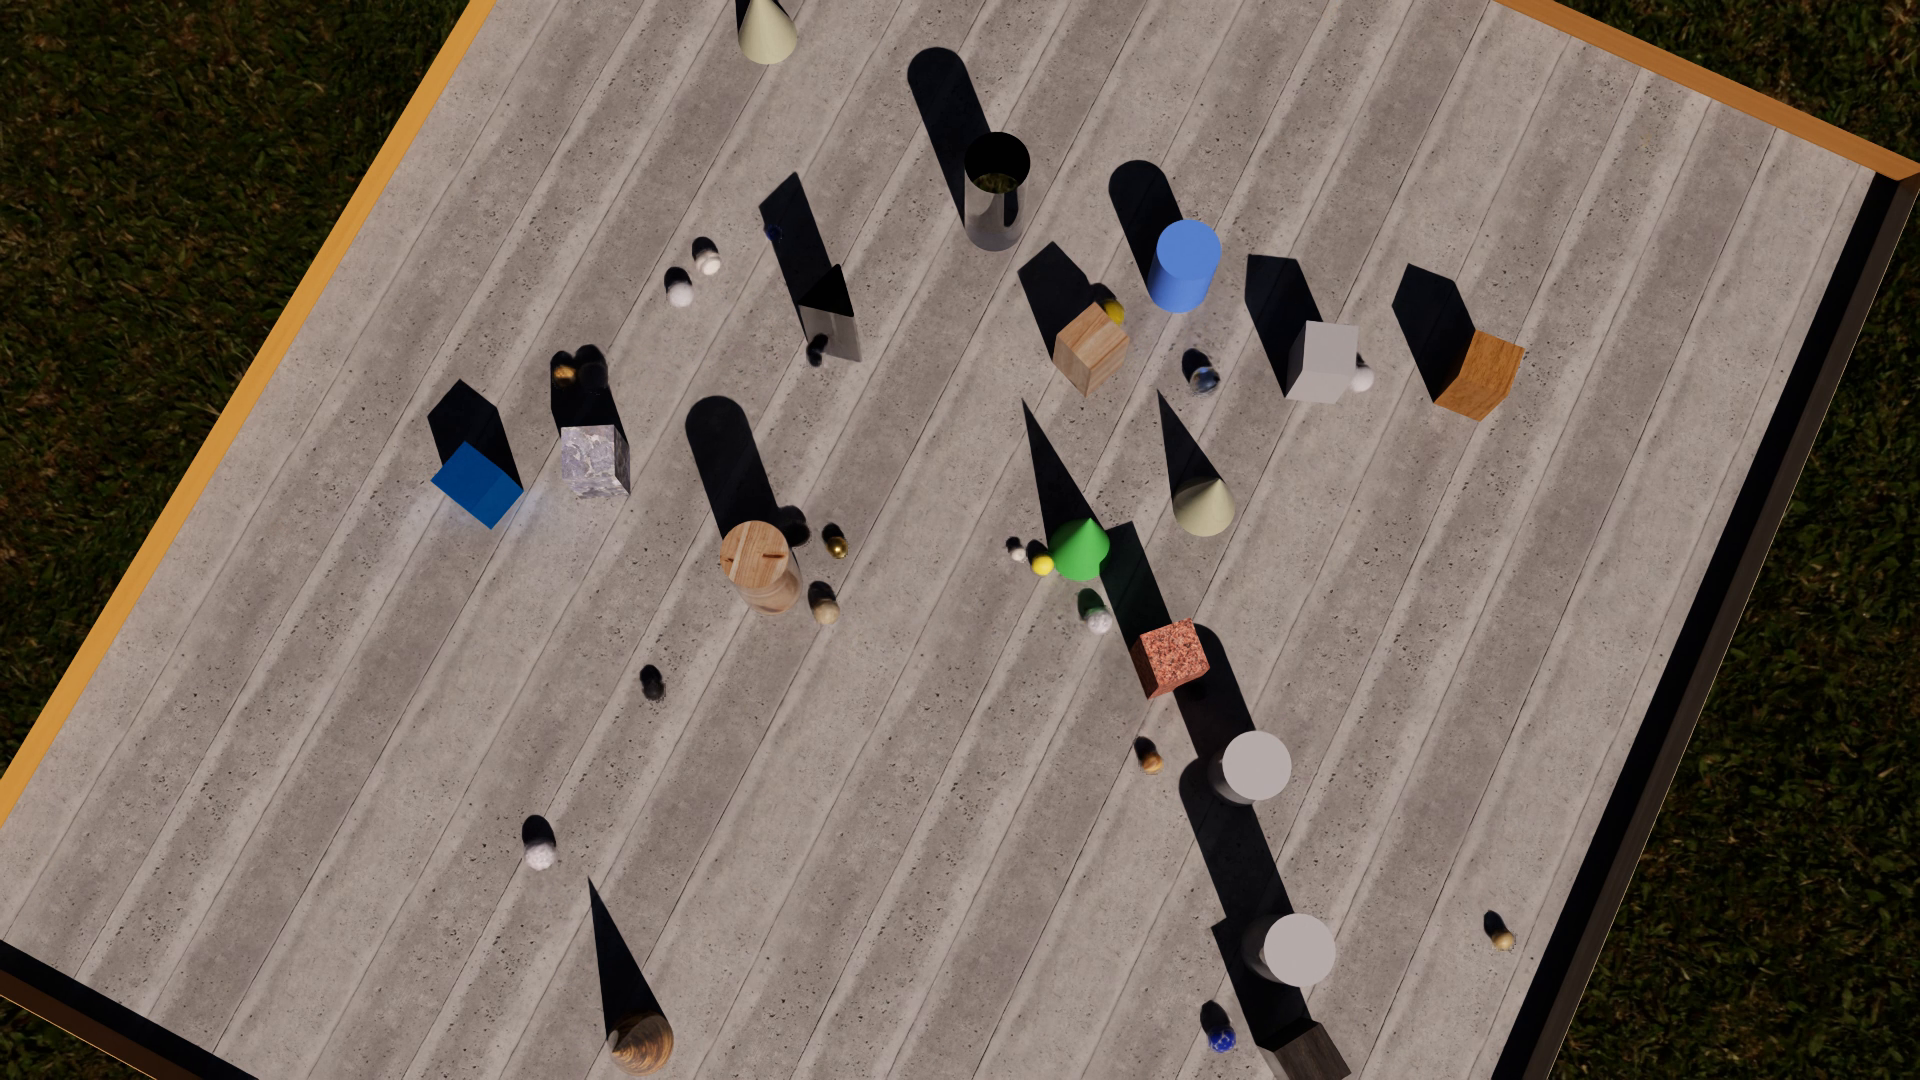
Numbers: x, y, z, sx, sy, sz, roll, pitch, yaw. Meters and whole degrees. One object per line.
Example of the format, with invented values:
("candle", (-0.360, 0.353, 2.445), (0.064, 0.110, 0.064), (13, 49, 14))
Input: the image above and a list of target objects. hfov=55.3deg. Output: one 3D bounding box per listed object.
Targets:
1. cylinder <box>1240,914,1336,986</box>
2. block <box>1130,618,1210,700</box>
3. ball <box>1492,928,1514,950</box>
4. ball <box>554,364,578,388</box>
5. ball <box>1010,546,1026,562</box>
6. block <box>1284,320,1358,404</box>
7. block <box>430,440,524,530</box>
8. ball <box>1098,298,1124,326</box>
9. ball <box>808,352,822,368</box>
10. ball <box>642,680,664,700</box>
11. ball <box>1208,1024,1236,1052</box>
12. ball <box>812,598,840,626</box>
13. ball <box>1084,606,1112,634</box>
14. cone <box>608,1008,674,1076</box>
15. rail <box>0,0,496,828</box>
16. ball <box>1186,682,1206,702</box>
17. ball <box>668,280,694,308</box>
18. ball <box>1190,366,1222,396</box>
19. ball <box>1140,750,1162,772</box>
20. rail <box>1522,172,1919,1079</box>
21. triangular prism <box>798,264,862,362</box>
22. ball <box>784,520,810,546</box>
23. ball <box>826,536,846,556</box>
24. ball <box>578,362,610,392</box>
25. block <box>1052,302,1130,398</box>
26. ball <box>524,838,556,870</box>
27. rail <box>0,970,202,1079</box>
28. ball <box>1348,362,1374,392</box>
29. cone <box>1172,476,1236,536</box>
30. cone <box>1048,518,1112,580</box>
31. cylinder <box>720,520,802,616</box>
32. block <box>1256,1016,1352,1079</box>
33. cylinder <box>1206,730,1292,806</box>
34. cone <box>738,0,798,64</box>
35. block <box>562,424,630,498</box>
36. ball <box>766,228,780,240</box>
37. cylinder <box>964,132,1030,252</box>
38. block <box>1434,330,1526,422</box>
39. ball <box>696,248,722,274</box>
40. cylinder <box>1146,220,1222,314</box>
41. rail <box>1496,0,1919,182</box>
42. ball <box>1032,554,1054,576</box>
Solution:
("cylinder", (0.917, 1.150, 5.157), (0.194, 0.433, 0.194), (0, 78, 0))
("block", (0.611, 0.351, 5.375), (0.155, 0.331, 0.155), (-19, 79, -4))
("ball", (1.582, 1.162, 5.344), (0.062, 0.062, 0.062), (0, 78, 0))
("ball", (-1.223, -0.509, 5.684), (0.074, 0.074, 0.074), (0, 78, 0))
("ball", (0.177, 0.041, 5.584), (0.047, 0.047, 0.047), (0, 78, 0))
("block", (1.098, -0.537, 5.574), (0.155, 0.302, 0.155), (6, 78, 1))
("block", (-1.452, -0.163, 5.523), (0.155, 0.249, 0.155), (37, 81, 7))
("ball", (0.467, -0.705, 5.714), (0.094, 0.094, 0.094), (0, 78, 0))
("ball", (-0.451, -0.560, 5.708), (0.047, 0.047, 0.047), (0, 78, 0))
("ball", (-0.918, 0.449, 5.491), (0.065, 0.065, 0.065), (0, 78, 0))
("ball", (0.756, 1.434, 5.279), (0.080, 0.080, 0.080), (0, 78, 0))
("ball", (-0.404, 0.216, 5.529), (0.083, 0.083, 0.083), (0, 78, 0))
("ball", (0.416, 0.240, 5.524), (0.084, 0.084, 0.084), (0, 78, 0))
("cone", (-0.926, 1.410, 5.096), (0.194, 0.449, 0.194), (0, 78, 0))
("rail", (-1.930, -0.938, 5.745), (0.045, 0.126, 4.826), (26, 80, 5))
("ball", (0.709, 0.456, 5.492), (0.058, 0.058, 0.058), (0, 78, 0))
("ball", (-0.873, -0.771, 5.733), (0.085, 0.085, 0.085), (0, 78, 0))
("ball", (0.761, -0.492, 5.670), (0.094, 0.094, 0.094), (0, 78, 0))
("ball", (0.569, 0.659, 5.447), (0.064, 0.064, 0.064), (0, 78, 0))
("rail", (1.930, 0.951, 5.354), (0.045, 0.126, 4.826), (26, 80, 5))
("triangular prism", (-0.372, -0.690, 5.534), (0.168, 0.441, 0.145), (14, 79, 3))
("ball", (-0.496, -0.019, 5.580), (0.079, 0.079, 0.079), (0, 78, 0))
("ball", (-0.376, 0.019, 5.580), (0.064, 0.064, 0.064), (0, 78, 0))
("ball", (-1.135, -0.505, 5.672), (0.097, 0.097, 0.097), (0, 78, 0))
("block", (0.397, -0.578, 5.593), (0.155, 0.280, 0.155), (-41, 81, -8))
("ball", (-1.232, 0.921, 5.378), (0.093, 0.093, 0.093), (0, 78, 0))
("rail", (-1.068, 2.099, 5.117), (4.362, 0.126, 0.045), (26, 80, 5))
("ball", (1.237, -0.504, 5.675), (0.089, 0.089, 0.089), (0, 78, 0))
("cone", (0.751, -0.142, 5.465), (0.194, 0.353, 0.194), (0, 78, 0))
("cone", (0.368, -0.017, 5.386), (0.194, 0.457, 0.194), (0, 78, 0))
("cylinder", (-0.576, 0.088, 5.360), (0.194, 0.467, 0.194), (0, 78, 0))
("block", (0.963, 1.459, 5.155), (0.155, 0.312, 0.155), (-30, 80, -6))
("cylinder", (0.834, 0.666, 5.307), (0.194, 0.337, 0.194), (0, 78, 0))
("cone", (-0.625, -1.670, 5.790), (0.194, 0.338, 0.194), (0, 78, 0))
("block", (-1.096, -0.233, 5.528), (0.155, 0.268, 0.155), (-3, 78, -1))
("ball", (-0.592, -0.967, 5.795), (0.043, 0.043, 0.043), (0, 78, 0))
("cylinder", (0.110, -1.056, 5.593), (0.194, 0.474, 0.194), (0, 78, 0))
("block", (1.575, -0.496, 5.568), (0.155, 0.297, 0.155), (22, 79, 4))
("ball", (-0.791, -0.874, 5.756), (0.081, 0.081, 0.081), (0, 78, 0))
("cylinder", (0.686, -0.839, 5.637), (0.194, 0.300, 0.194), (0, 78, 0))
("rail", (1.068, -2.086, 5.983), (4.362, 0.126, 0.045), (26, 80, 5))
("ball", (0.250, 0.074, 5.567), (0.067, 0.067, 0.067), (0, 78, 0))
